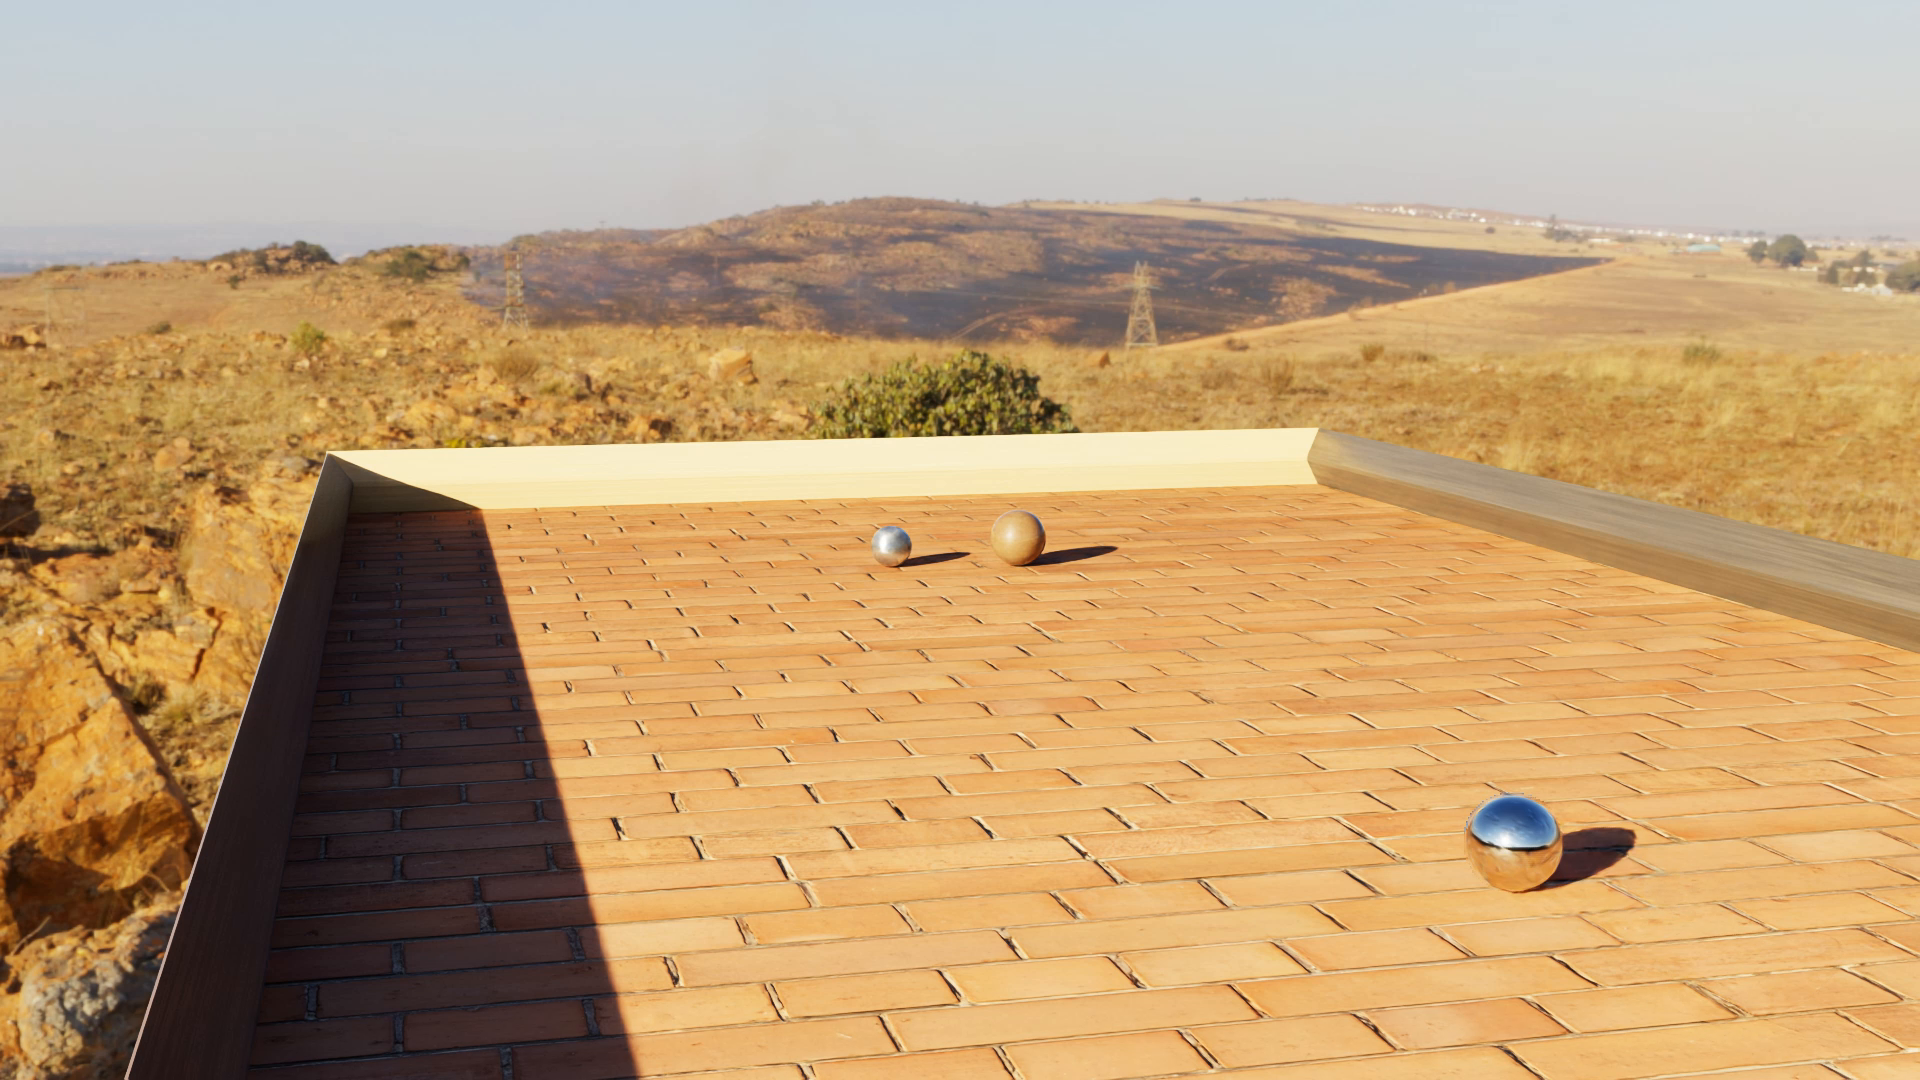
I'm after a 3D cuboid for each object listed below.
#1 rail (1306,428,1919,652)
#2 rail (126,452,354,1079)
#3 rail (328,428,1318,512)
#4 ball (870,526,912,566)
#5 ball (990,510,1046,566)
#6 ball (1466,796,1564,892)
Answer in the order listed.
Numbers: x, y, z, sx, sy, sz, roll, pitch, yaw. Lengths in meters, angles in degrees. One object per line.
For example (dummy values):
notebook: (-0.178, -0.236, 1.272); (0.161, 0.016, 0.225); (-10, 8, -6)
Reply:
rail: (1.130, 0.066, 2.819); (0.045, 0.113, 3.454); (-2, 8, -14)
rail: (-0.709, 0.132, 2.361); (0.045, 0.113, 3.454); (-2, 8, -14)
rail: (-0.205, -0.135, 4.225); (1.944, 0.113, 0.045); (-2, 8, -14)
ball: (-0.106, 0.010, 3.395); (0.064, 0.064, 0.064); (0, 8, 0)
ball: (0.090, -0.003, 3.404); (0.087, 0.087, 0.087); (0, 8, 0)
ball: (0.440, 0.240, 1.744); (0.075, 0.075, 0.075); (0, 8, 0)
